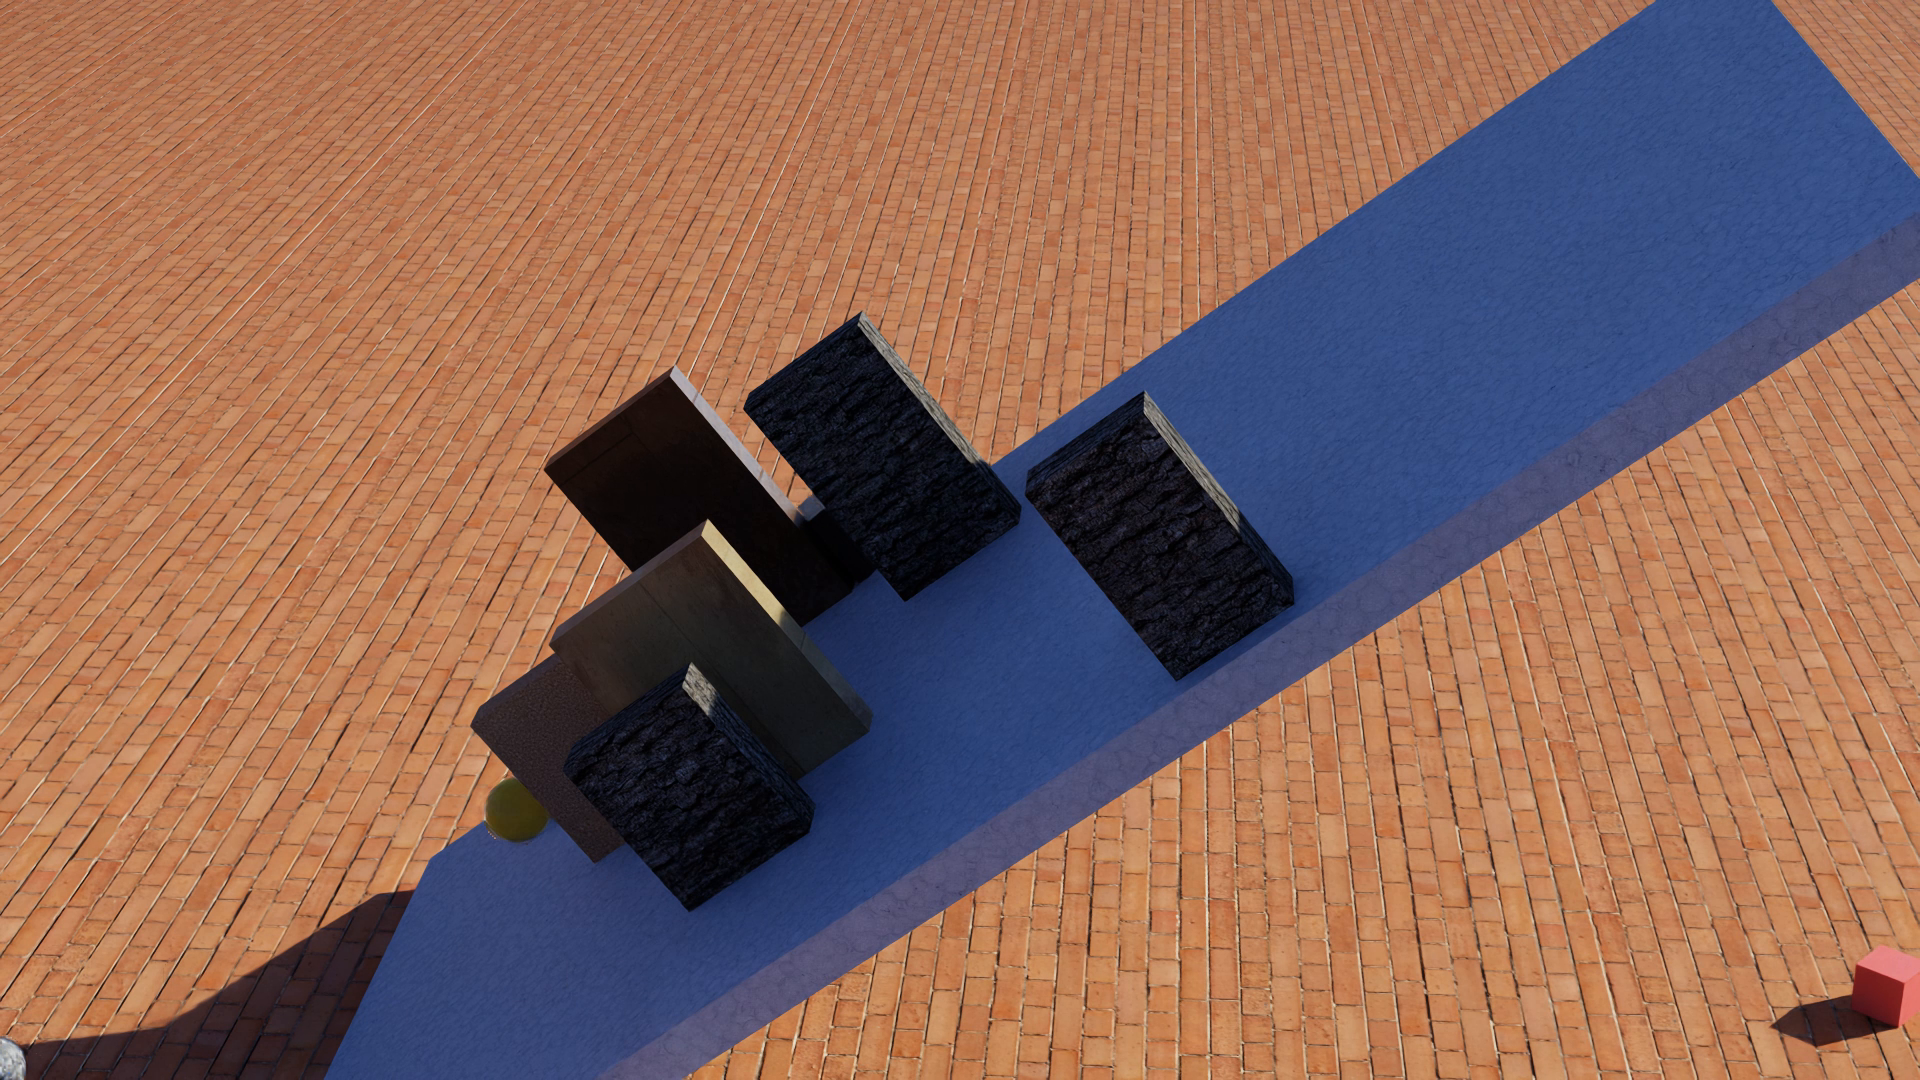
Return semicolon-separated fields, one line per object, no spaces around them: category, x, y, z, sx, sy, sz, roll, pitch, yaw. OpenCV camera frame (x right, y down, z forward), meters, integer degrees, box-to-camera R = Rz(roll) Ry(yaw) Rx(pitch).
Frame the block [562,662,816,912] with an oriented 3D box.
block;-0.553;0.508;6.031;0.321;0.406;0.119;-35;16;17

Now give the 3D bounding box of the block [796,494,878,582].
block;-0.250;-0.052;7.271;0.202;0.202;0.202;-40;16;-2

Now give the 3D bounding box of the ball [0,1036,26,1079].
ball;-2.266;1.238;6.901;0.146;0.146;0.146;0;23;0

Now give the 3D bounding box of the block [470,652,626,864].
block;-0.801;0.445;6.714;0.443;0.438;0.101;-35;16;17

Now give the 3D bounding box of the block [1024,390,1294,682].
block;0.360;-0.005;5.277;0.262;0.452;0.117;-35;16;17

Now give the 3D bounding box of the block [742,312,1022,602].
block;-0.175;-0.188;6.745;0.335;0.594;0.104;-35;16;17

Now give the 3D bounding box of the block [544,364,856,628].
block;-0.633;-0.037;7.187;0.404;0.696;0.082;-35;16;17

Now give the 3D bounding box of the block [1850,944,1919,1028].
block;2.292;1.099;7.250;0.128;0.128;0.128;20;30;39

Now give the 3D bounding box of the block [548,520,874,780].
block;-0.528;0.297;6.272;0.425;0.560;0.091;-35;16;17

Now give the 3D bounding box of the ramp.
ramp;0.127;0.181;6.327;4.000;0.100;2.000;-35;16;17

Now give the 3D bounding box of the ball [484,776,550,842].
ball;-1.096;0.668;7.286;0.164;0.164;0.164;0;23;0
